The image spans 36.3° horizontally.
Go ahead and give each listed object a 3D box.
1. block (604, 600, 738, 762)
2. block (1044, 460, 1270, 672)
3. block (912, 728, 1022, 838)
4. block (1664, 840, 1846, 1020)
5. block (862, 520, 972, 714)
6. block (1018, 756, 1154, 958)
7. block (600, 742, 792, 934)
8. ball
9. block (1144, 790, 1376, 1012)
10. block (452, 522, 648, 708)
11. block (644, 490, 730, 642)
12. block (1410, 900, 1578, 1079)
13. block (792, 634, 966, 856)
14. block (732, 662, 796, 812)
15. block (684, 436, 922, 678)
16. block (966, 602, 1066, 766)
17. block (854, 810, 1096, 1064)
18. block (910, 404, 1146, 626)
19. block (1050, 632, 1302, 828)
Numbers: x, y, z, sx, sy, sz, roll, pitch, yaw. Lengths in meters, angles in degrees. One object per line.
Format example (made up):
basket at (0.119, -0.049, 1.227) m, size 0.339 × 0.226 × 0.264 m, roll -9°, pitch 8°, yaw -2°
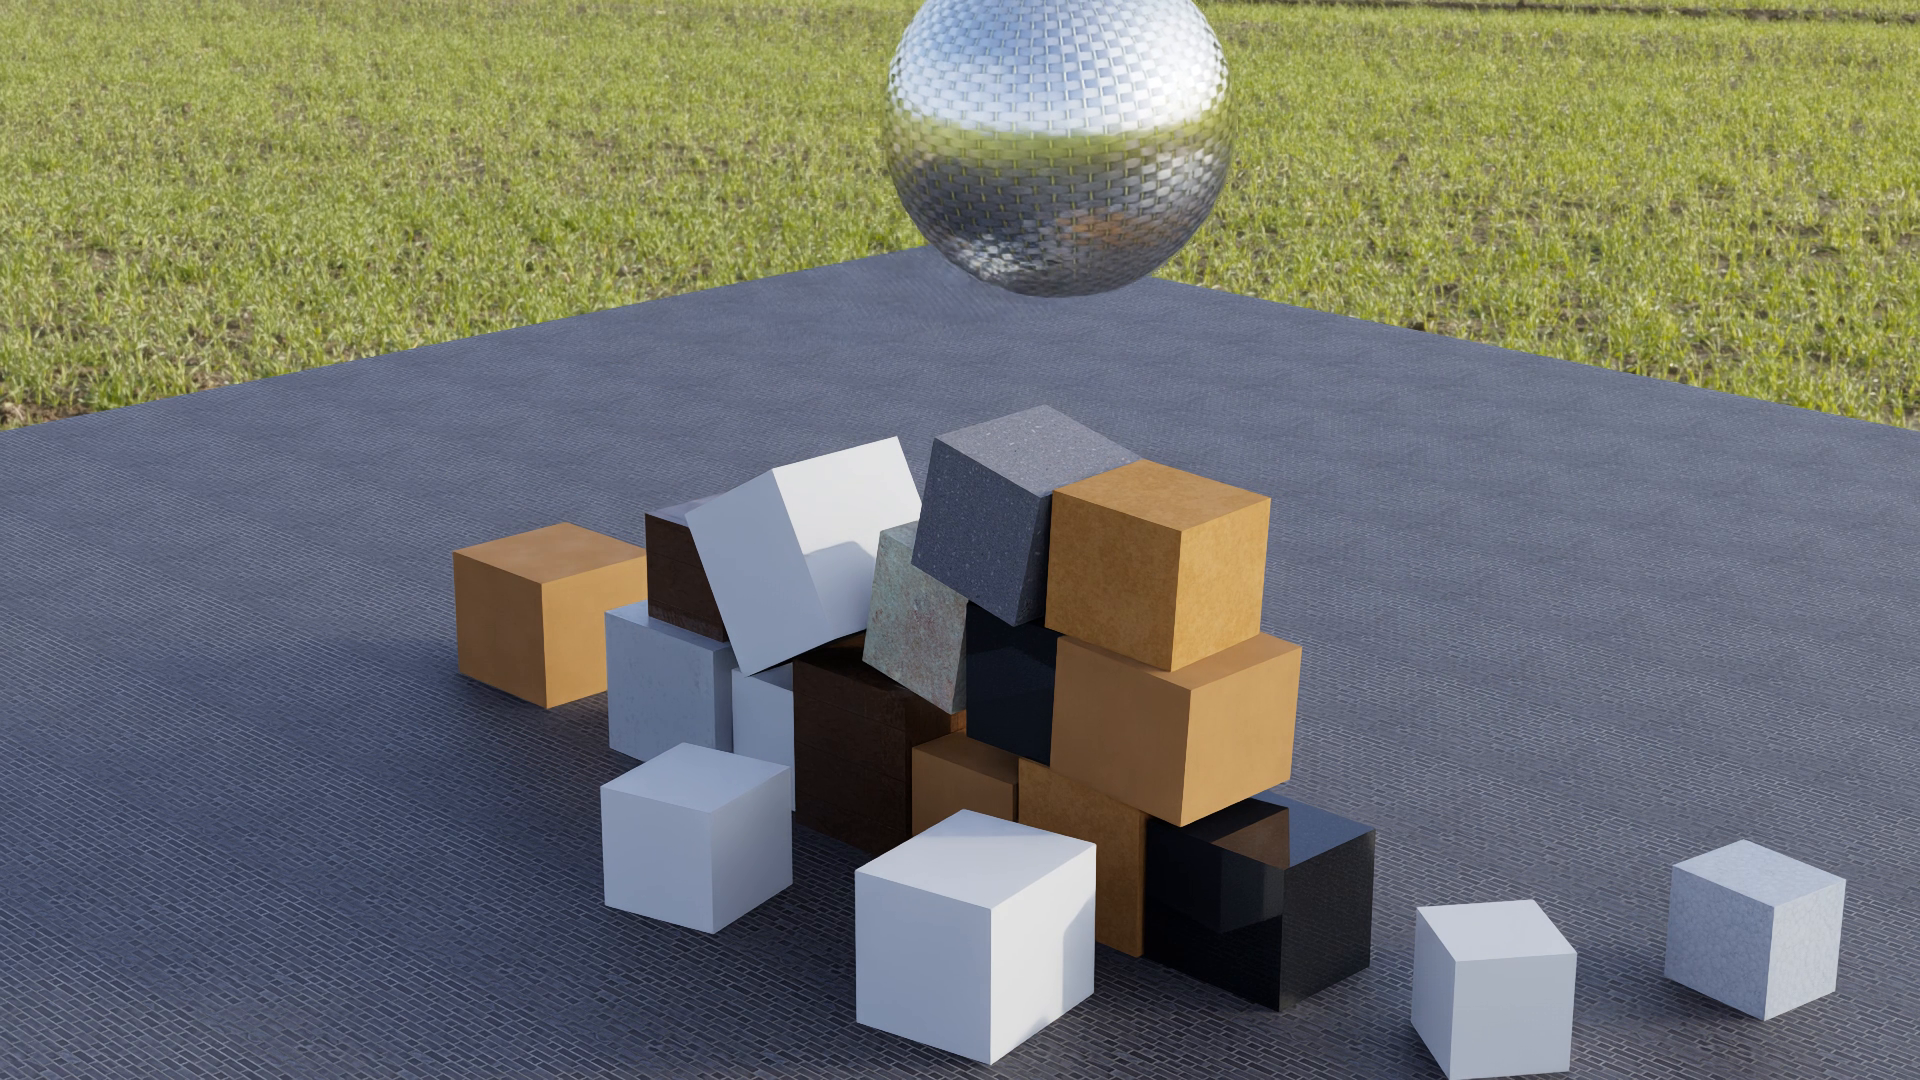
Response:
block at (-1.217, 0.717, 14.842) m, size 0.779 × 0.733 × 0.839 m, roll -17°, pitch 24°, yaw -42°
block at (0.839, 0.097, 12.478) m, size 0.681 × 0.621 × 0.625 m, roll 19°, pitch 26°, yaw 37°
block at (0.240, 1.226, 13.456) m, size 0.660 × 0.592 × 0.639 m, roll -17°, pitch 24°, yaw -42°
block at (3.332, 1.630, 12.308) m, size 0.462 × 0.510 × 0.527 m, roll -13°, pitch 21°, yaw -35°
block at (0.003, 0.311, 13.428) m, size 0.579 × 0.667 × 0.591 m, roll -17°, pitch 35°, yaw -42°
block at (0.737, 1.310, 12.971) m, size 0.643 × 0.722 × 0.708 m, roll -17°, pitch 24°, yaw -42°
block at (-1.176, 1.328, 13.162) m, size 0.592 × 0.573 × 0.625 m, roll 10°, pitch 20°, yaw 29°
ball at (0.443, -1.891, 13.211) m, size 1.600 × 1.600 × 1.600 m, roll 0°, pitch 17°, yaw 0°
block at (1.274, 1.506, 12.489) m, size 0.740 × 0.638 × 0.612 m, roll 17°, pitch 24°, yaw 42°
block at (-2.190, 0.396, 15.926) m, size 0.765 × 0.695 × 0.794 m, roll -16°, pitch 24°, yaw -42°
block at (-1.161, 0.124, 14.608) m, size 0.561 × 0.538 × 0.572 m, roll -17°, pitch 24°, yaw -42°
block at (2.134, 1.799, 11.762) m, size 0.493 × 0.515 × 0.508 m, roll -3°, pitch 18°, yaw -8°
block at (-0.256, 0.955, 13.911) m, size 0.759 × 0.836 × 0.744 m, roll 17°, pitch 24°, yaw 42°
block at (-0.711, 0.918, 14.396) m, size 0.595 × 0.616 × 0.544 m, roll -17°, pitch 24°, yaw -42°
block at (-0.668, 0.081, 14.022) m, size 0.798 × 0.836 × 0.735 m, roll -17°, pitch -5°, yaw -42°
block at (0.437, 0.581, 13.040) m, size 0.574 × 0.629 × 0.583 m, roll -17°, pitch 24°, yaw -42°
block at (0.069, 1.617, 12.069) m, size 0.663 × 0.678 × 0.779 m, roll 12°, pitch 21°, yaw 33°
block at (0.308, -0.119, 12.909) m, size 0.632 × 0.630 × 0.726 m, roll 31°, pitch 33°, yaw 34°
block at (0.922, 0.725, 12.577) m, size 0.740 × 0.619 × 0.736 m, roll 21°, pitch 27°, yaw 40°
